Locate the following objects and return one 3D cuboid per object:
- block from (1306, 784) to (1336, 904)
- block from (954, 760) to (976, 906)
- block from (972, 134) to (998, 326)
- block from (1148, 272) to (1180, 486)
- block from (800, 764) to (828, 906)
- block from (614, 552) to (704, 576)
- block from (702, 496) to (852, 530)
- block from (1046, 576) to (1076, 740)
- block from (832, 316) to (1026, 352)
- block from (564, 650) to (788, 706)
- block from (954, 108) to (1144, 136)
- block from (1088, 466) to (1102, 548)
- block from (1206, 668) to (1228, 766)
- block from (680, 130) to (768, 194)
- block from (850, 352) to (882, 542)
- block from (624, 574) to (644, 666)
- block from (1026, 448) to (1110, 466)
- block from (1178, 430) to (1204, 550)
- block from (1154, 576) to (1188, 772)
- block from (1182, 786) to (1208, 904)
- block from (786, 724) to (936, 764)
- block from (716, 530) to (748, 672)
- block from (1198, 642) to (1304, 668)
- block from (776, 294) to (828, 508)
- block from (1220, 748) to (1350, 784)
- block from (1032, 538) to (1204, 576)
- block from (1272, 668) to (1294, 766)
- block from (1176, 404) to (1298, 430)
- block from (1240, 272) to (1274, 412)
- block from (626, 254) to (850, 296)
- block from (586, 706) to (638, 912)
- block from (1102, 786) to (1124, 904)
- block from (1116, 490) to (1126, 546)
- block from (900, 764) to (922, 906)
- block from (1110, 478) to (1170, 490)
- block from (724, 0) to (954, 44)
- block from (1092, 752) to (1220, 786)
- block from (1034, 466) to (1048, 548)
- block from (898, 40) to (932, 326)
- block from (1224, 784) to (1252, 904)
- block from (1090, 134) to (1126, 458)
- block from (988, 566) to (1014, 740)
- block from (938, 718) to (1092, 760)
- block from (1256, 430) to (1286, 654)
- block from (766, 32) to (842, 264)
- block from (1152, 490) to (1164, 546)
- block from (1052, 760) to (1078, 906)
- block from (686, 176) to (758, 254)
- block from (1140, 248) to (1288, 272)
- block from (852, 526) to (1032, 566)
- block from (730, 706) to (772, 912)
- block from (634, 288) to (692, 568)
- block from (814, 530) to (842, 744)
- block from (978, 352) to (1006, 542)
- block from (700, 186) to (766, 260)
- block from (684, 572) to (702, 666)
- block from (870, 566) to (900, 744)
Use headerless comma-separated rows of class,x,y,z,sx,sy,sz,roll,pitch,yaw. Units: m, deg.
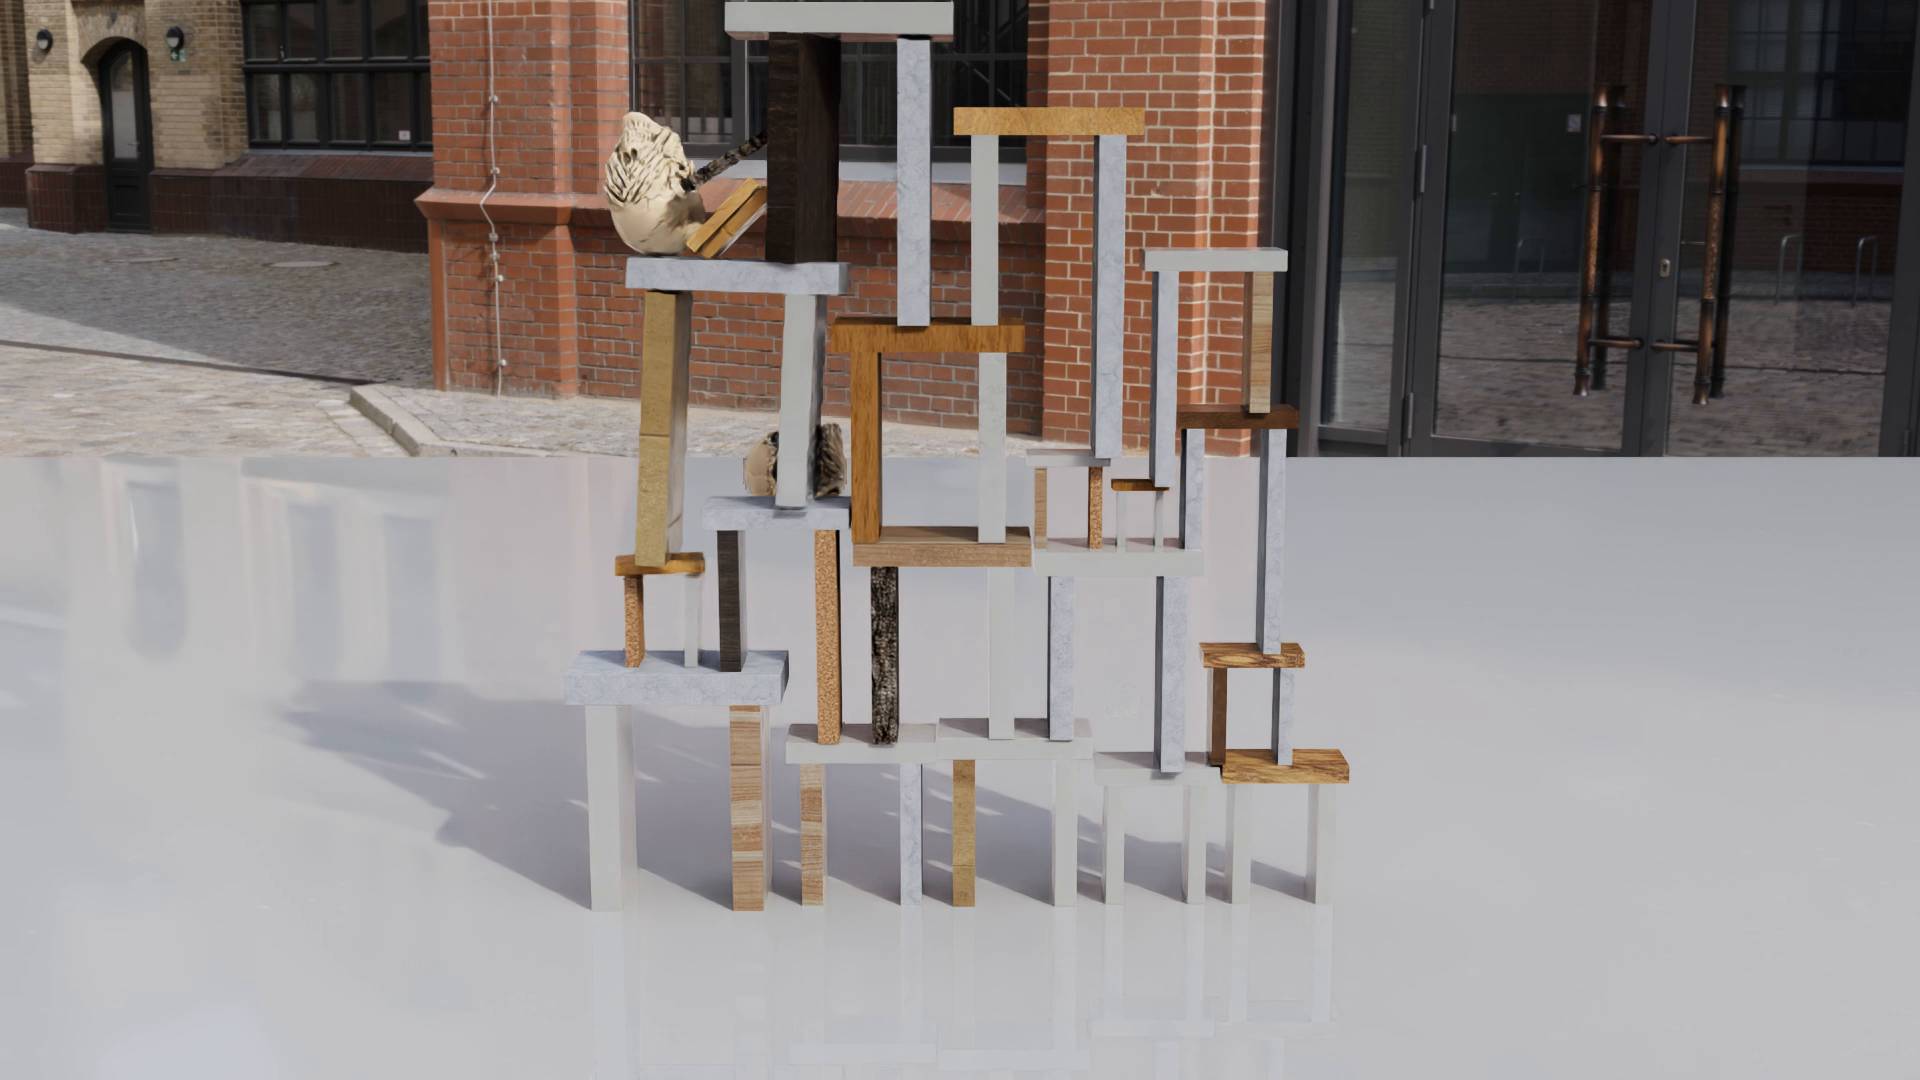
block,0.599,0.489,3.651,0.029,0.206,0.103,0,11,0
block,0.007,0.467,3.646,0.035,0.250,0.125,0,10,0
block,0.039,-0.491,3.466,0.041,0.292,0.146,0,11,1
block,0.325,-0.261,3.507,0.031,0.340,0.111,0,11,0
block,-0.242,0.471,3.648,0.034,0.242,0.121,0,11,0
block,-0.490,0.039,3.583,0.144,0.020,0.072,-2,10,-9
block,-0.292,-0.044,3.533,0.234,0.033,0.117,0,12,0
block,0.164,0.178,3.589,0.038,0.269,0.135,0,11,0
block,-0.049,-0.327,3.502,0.301,0.043,0.151,0,11,0
block,-0.460,0.225,3.604,0.346,0.049,0.173,0,11,0
block,0.137,-0.654,3.435,0.292,0.041,0.146,0,11,0
block,0.218,-0.057,3.544,0.019,0.133,0.067,0,11,0
block,0.421,0.279,3.608,0.023,0.163,0.081,0,10,0
block,-0.364,-0.587,3.412,0.144,0.020,0.072,-35,13,-14
block,-0.150,-0.159,3.534,0.043,0.301,0.151,0,11,0
block,-0.532,0.127,3.595,0.020,0.144,0.072,0,9,0
block,0.173,-0.132,3.530,0.133,0.019,0.067,0,11,0
block,0.373,-0.089,3.544,0.028,0.194,0.097,0,11,0
block,0.344,0.204,3.593,0.038,0.324,0.135,0,11,0
block,0.389,0.491,3.650,0.029,0.203,0.101,0,11,0
block,-0.161,0.335,3.622,0.242,0.034,0.121,0,11,0
block,-0.369,0.086,3.568,0.033,0.234,0.117,0,12,0
block,0.475,0.188,3.591,0.163,0.023,0.081,0,11,0
block,-0.252,-0.229,3.508,0.047,0.331,0.166,4,9,2
block,0.531,0.373,3.629,0.206,0.029,0.103,0,11,0
block,0.254,0.027,3.560,0.269,0.038,0.135,0,11,0
block,0.530,0.279,3.608,0.023,0.163,0.081,0,11,0
block,0.438,-0.198,3.524,0.194,0.028,0.097,0,11,0
block,0.472,-0.319,3.497,0.031,0.221,0.111,0,11,0
block,-0.348,-0.421,3.485,0.331,0.047,0.166,2,9,4
block,-0.576,0.419,3.640,0.049,0.347,0.173,0,11,0
block,0.254,0.491,3.649,0.029,0.202,0.101,0,11,0
block,0.260,-0.038,3.556,0.013,0.091,0.045,0,11,0
block,-0.080,0.471,3.648,0.034,0.242,0.121,0,11,0
block,0.290,-0.089,3.546,0.091,0.013,0.045,0,11,0
block,-0.183,-0.805,3.411,0.346,0.049,0.173,1,8,0
block,0.321,0.377,3.628,0.203,0.029,0.101,0,11,0
block,0.129,-0.057,3.543,0.019,0.133,0.067,0,11,0
block,-0.071,-0.561,3.456,0.049,0.434,0.173,0,11,0
block,0.462,0.489,3.651,0.029,0.206,0.103,0,11,0
block,0.234,-0.388,3.484,0.041,0.500,0.146,0,11,0
block,0.067,0.169,3.594,0.040,0.284,0.142,0,11,0
block,0.090,0.327,3.620,0.250,0.035,0.125,0,11,0
block,0.503,-0.004,3.561,0.028,0.366,0.097,0,11,0
block,-0.244,-0.609,3.440,0.049,0.347,0.173,5,9,18
block,0.321,-0.038,3.556,0.013,0.091,0.045,0,11,0
block,0.173,0.467,3.645,0.035,0.250,0.125,0,11,0
block,-0.371,-0.505,3.426,0.020,0.144,0.072,44,0,-8
block,0.399,-0.444,3.474,0.221,0.031,0.111,0,11,0
block,-0.028,0.010,3.565,0.283,0.040,0.142,0,11,0
block,-0.345,0.419,3.640,0.049,0.347,0.173,0,11,0
block,-0.476,-0.186,3.537,0.047,0.434,0.166,4,11,2
block,-0.213,0.145,3.575,0.033,0.353,0.117,0,12,0
block,0.051,-0.158,3.533,0.043,0.301,0.151,0,11,0
block,-0.344,-0.500,3.456,0.144,0.020,0.072,-43,2,13
block,-0.435,0.128,3.589,0.020,0.144,0.072,1,9,-1
block,-0.122,0.173,3.595,0.040,0.293,0.142,0,10,0
